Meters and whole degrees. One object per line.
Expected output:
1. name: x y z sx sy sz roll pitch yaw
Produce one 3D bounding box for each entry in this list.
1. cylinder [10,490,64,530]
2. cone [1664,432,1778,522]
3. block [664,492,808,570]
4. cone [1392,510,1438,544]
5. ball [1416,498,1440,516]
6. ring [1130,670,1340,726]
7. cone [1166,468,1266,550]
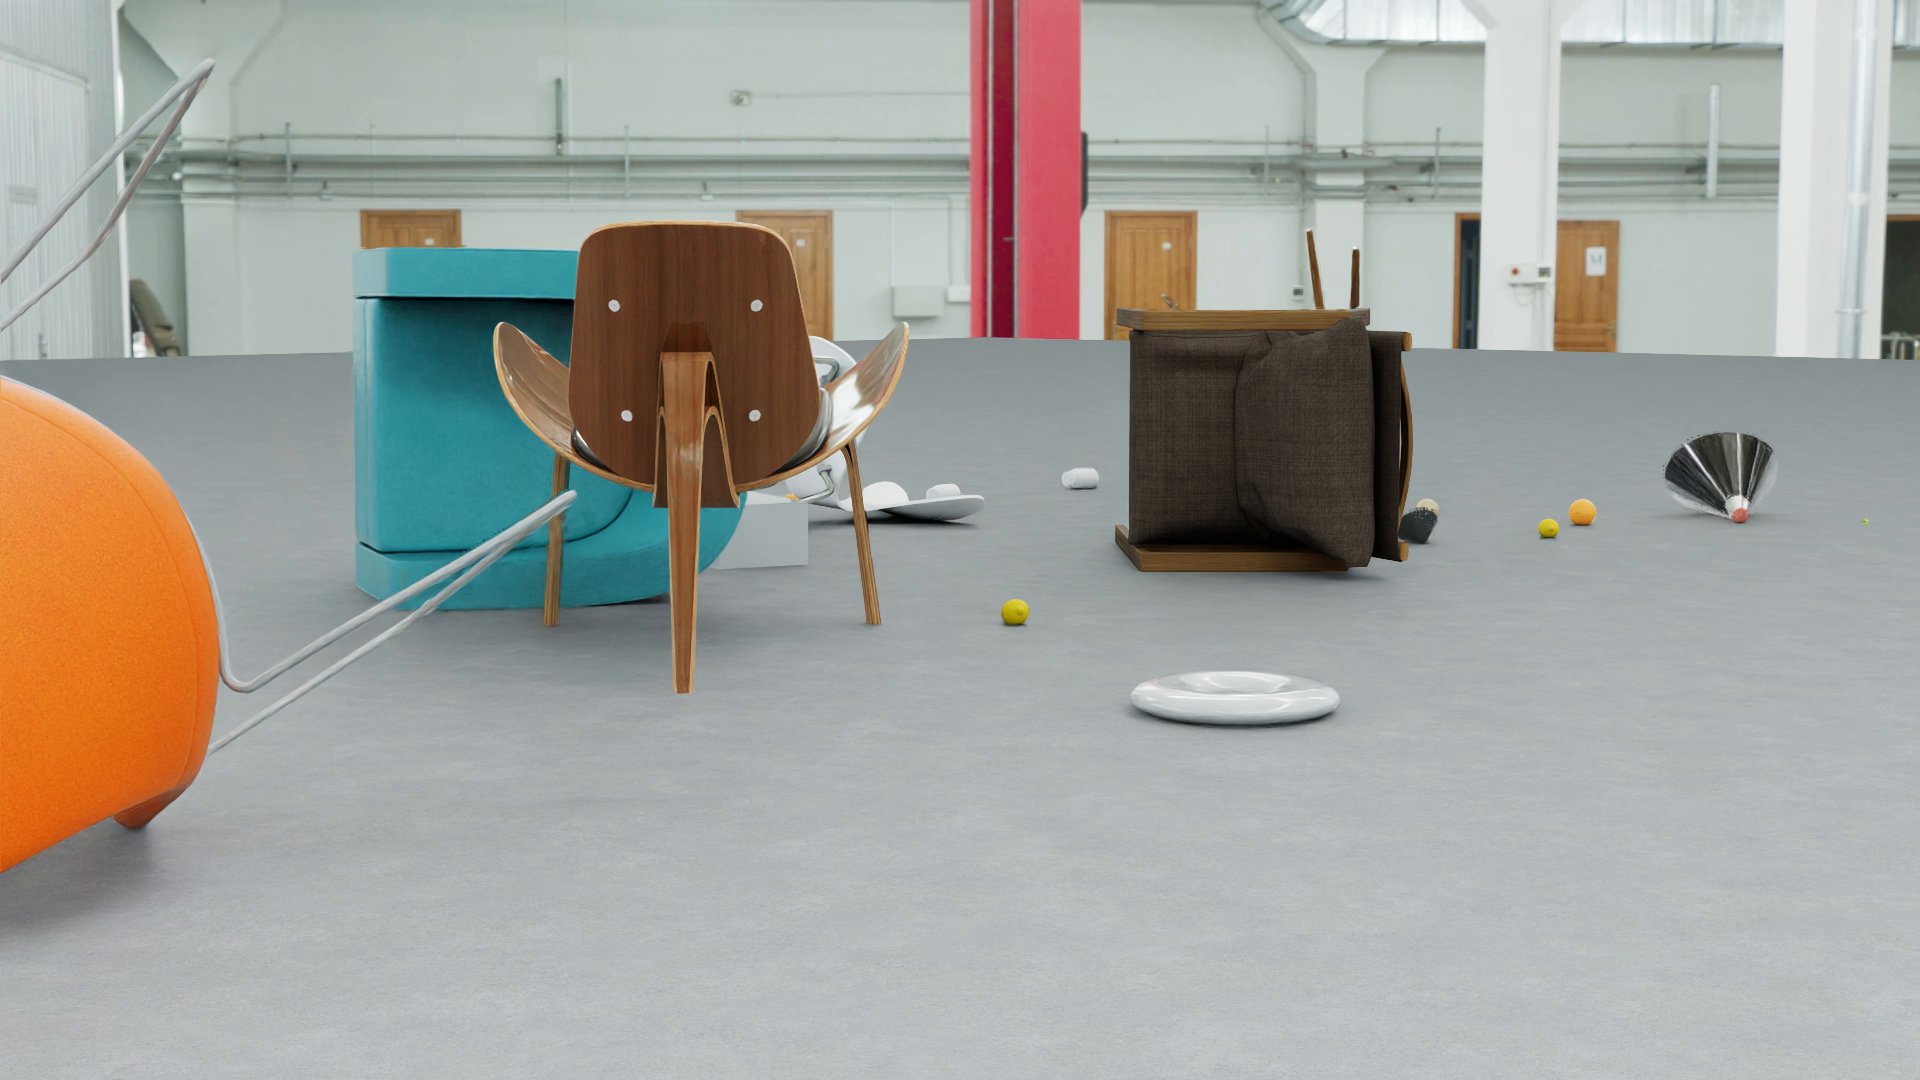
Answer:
1. cylinder: -2.428 -0.079 6.749 0.109 0.085 0.219 22 1 -13
2. cone: 2.102 -0.118 6.991 0.312 0.267 0.234 2 36 -1
3. block: -0.522 -0.025 5.957 0.223 0.144 0.326 -3 7 -28
4. cone: 1.135 -0.013 6.332 0.119 0.107 0.067 -10 47 -11
5. ball: 1.251 -0.079 6.869 0.064 0.064 0.064 0 6 0
6. ring: 0.416 0.238 3.884 0.315 0.045 0.322 5 8 38
7. cone: 0.584 -0.025 6.185 0.207 0.213 0.291 -29 25 -4
